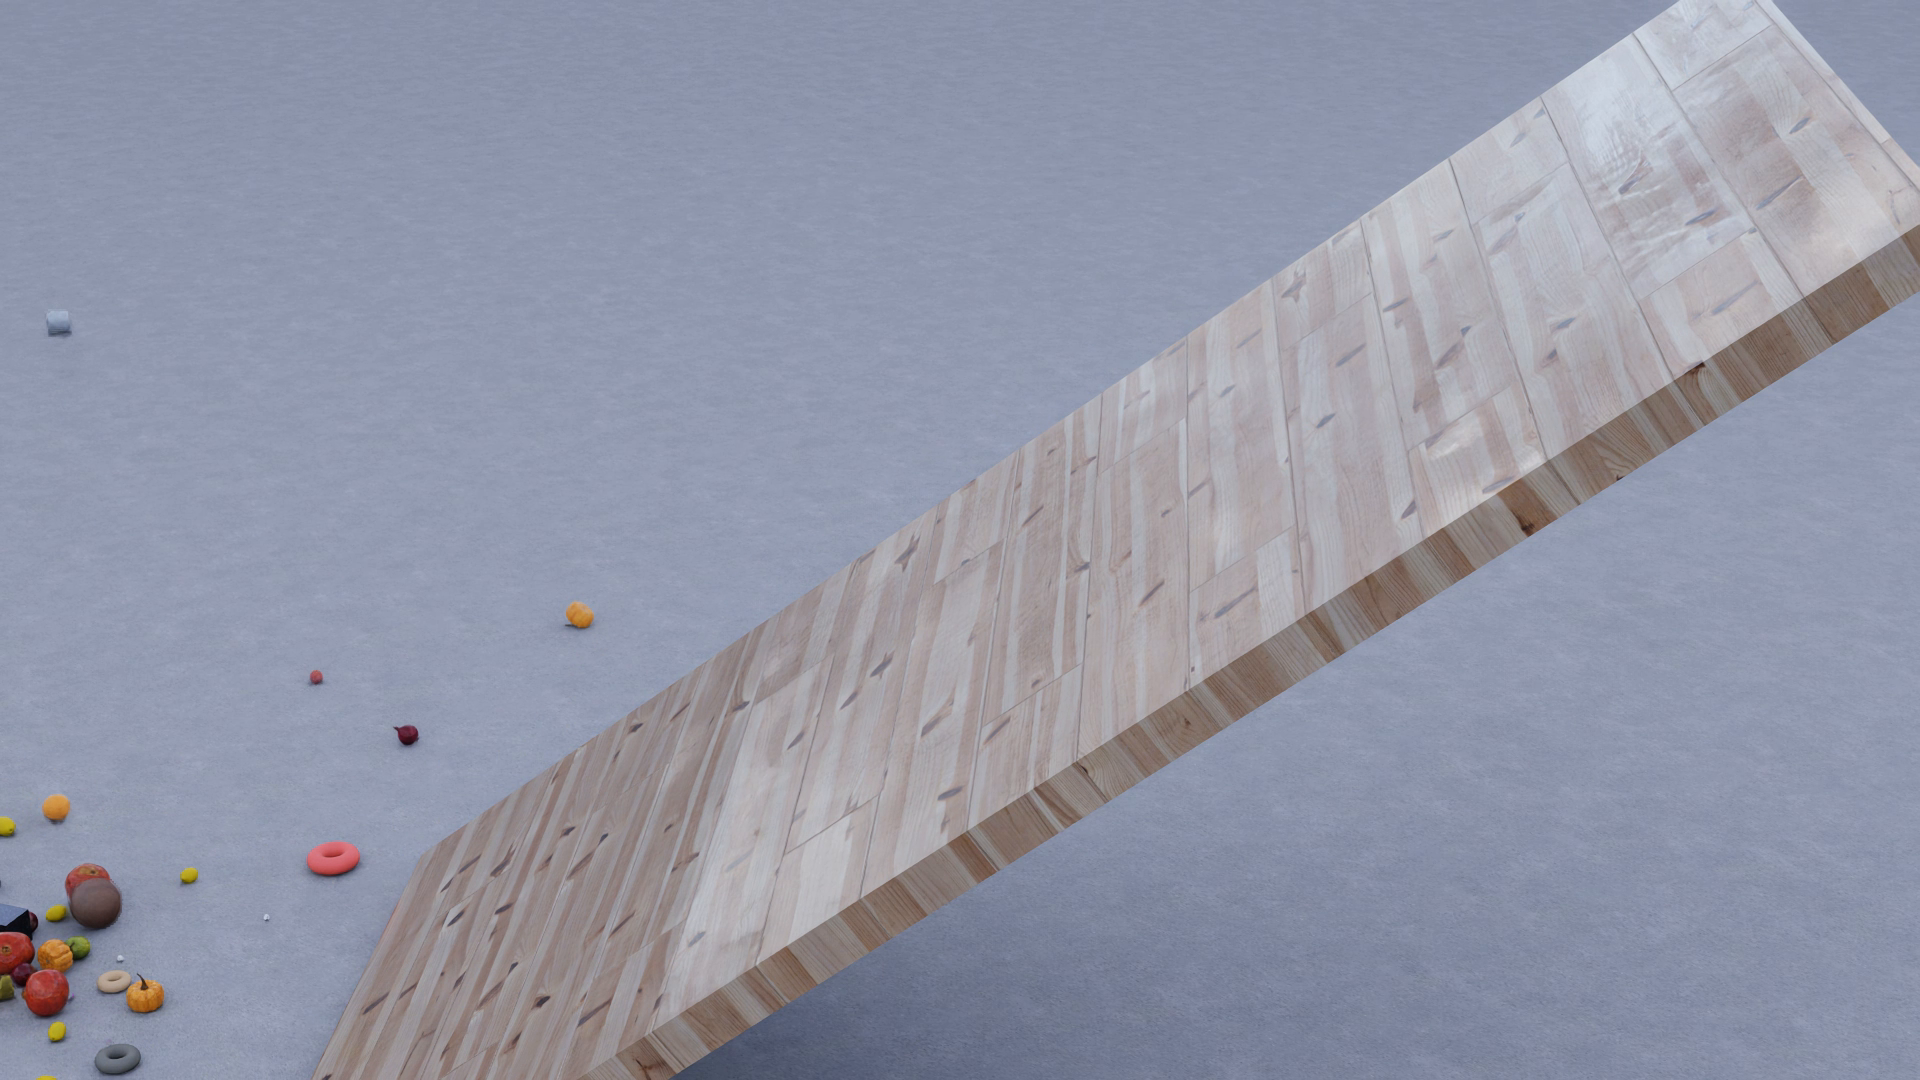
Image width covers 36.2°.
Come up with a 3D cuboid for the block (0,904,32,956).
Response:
[{"bbox_3d":[-2.432,0.993,7.488,0.091,0.091,0.091,8,24,19],"label":"block"}]

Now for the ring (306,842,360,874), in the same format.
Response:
[{"bbox_3d":[-1.680,0.853,7.885,0.140,0.047,0.140,-1,22,0],"label":"ring"}]

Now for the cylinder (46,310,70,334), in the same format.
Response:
[{"bbox_3d":[-3.705,-0.897,12.080,0.085,0.085,0.085,-8,24,-19],"label":"cylinder"}]

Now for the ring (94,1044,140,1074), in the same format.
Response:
[{"bbox_3d":[-1.999,1.232,6.981,0.106,0.035,0.106,0,21,0],"label":"ring"}]

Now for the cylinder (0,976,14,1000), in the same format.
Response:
[{"bbox_3d":[-2.368,1.107,7.260,0.053,0.053,0.053,-13,26,-28],"label":"cylinder"}]

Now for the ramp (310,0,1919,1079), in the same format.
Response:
[{"bbox_3d":[0.130,0.178,6.319,4.000,0.100,2.000,-34,16,16],"label":"ramp"}]

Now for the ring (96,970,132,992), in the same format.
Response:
[{"bbox_3d":[-2.104,1.098,7.315,0.084,0.028,0.084,0,21,0],"label":"ring"}]
